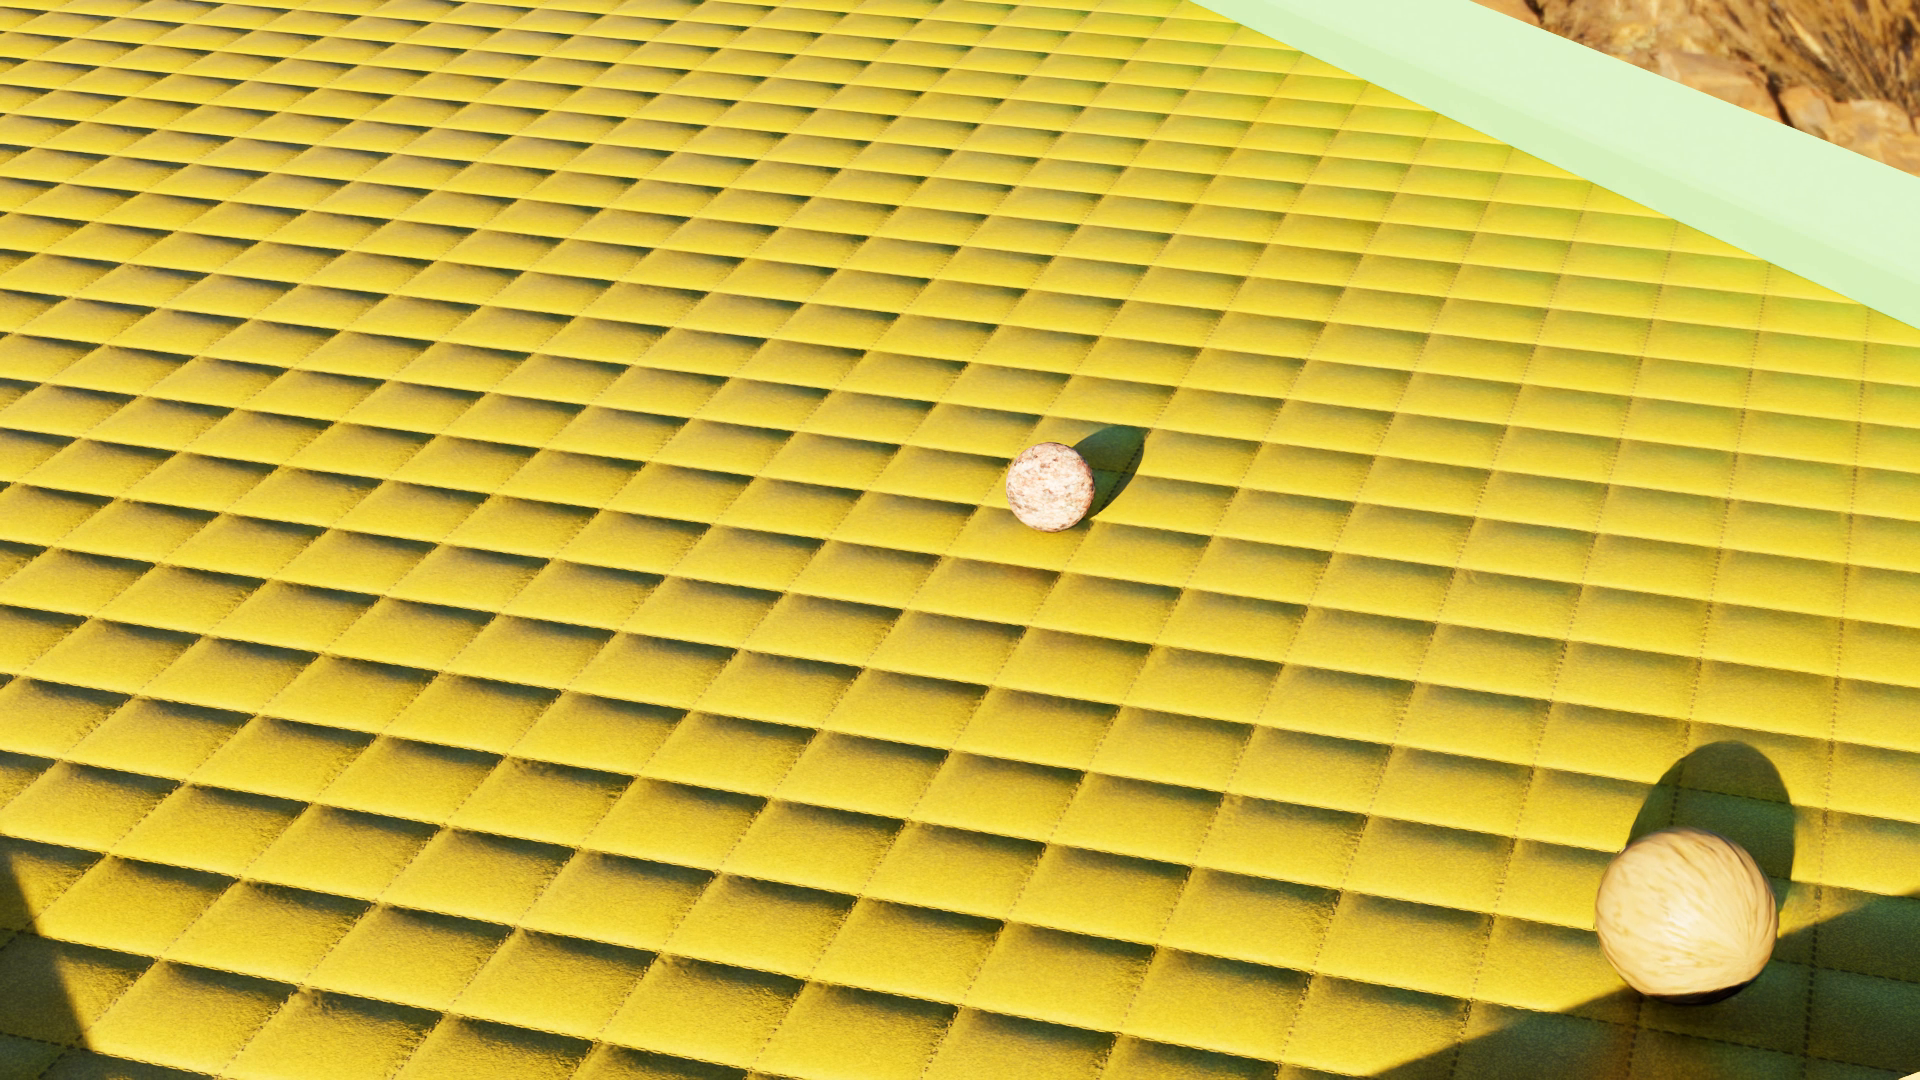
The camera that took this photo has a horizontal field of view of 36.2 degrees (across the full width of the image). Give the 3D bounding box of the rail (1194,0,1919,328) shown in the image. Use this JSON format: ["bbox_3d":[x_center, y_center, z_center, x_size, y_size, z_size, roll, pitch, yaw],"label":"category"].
[{"bbox_3d":[0.412,-0.548,3.118,0.045,0.126,3.477,-13,29,-25],"label":"rail"}]

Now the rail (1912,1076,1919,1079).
[{"bbox_3d":[0.394,0.298,1.364,1.896,0.126,0.045,-13,29,-25],"label":"rail"}]

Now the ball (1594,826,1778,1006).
[{"bbox_3d":[0.394,0.204,1.594,0.097,0.097,0.097,0,26,0],"label":"ball"}]

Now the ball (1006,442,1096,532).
[{"bbox_3d":[0.066,-0.038,2.133,0.065,0.065,0.065,0,26,0],"label":"ball"}]
